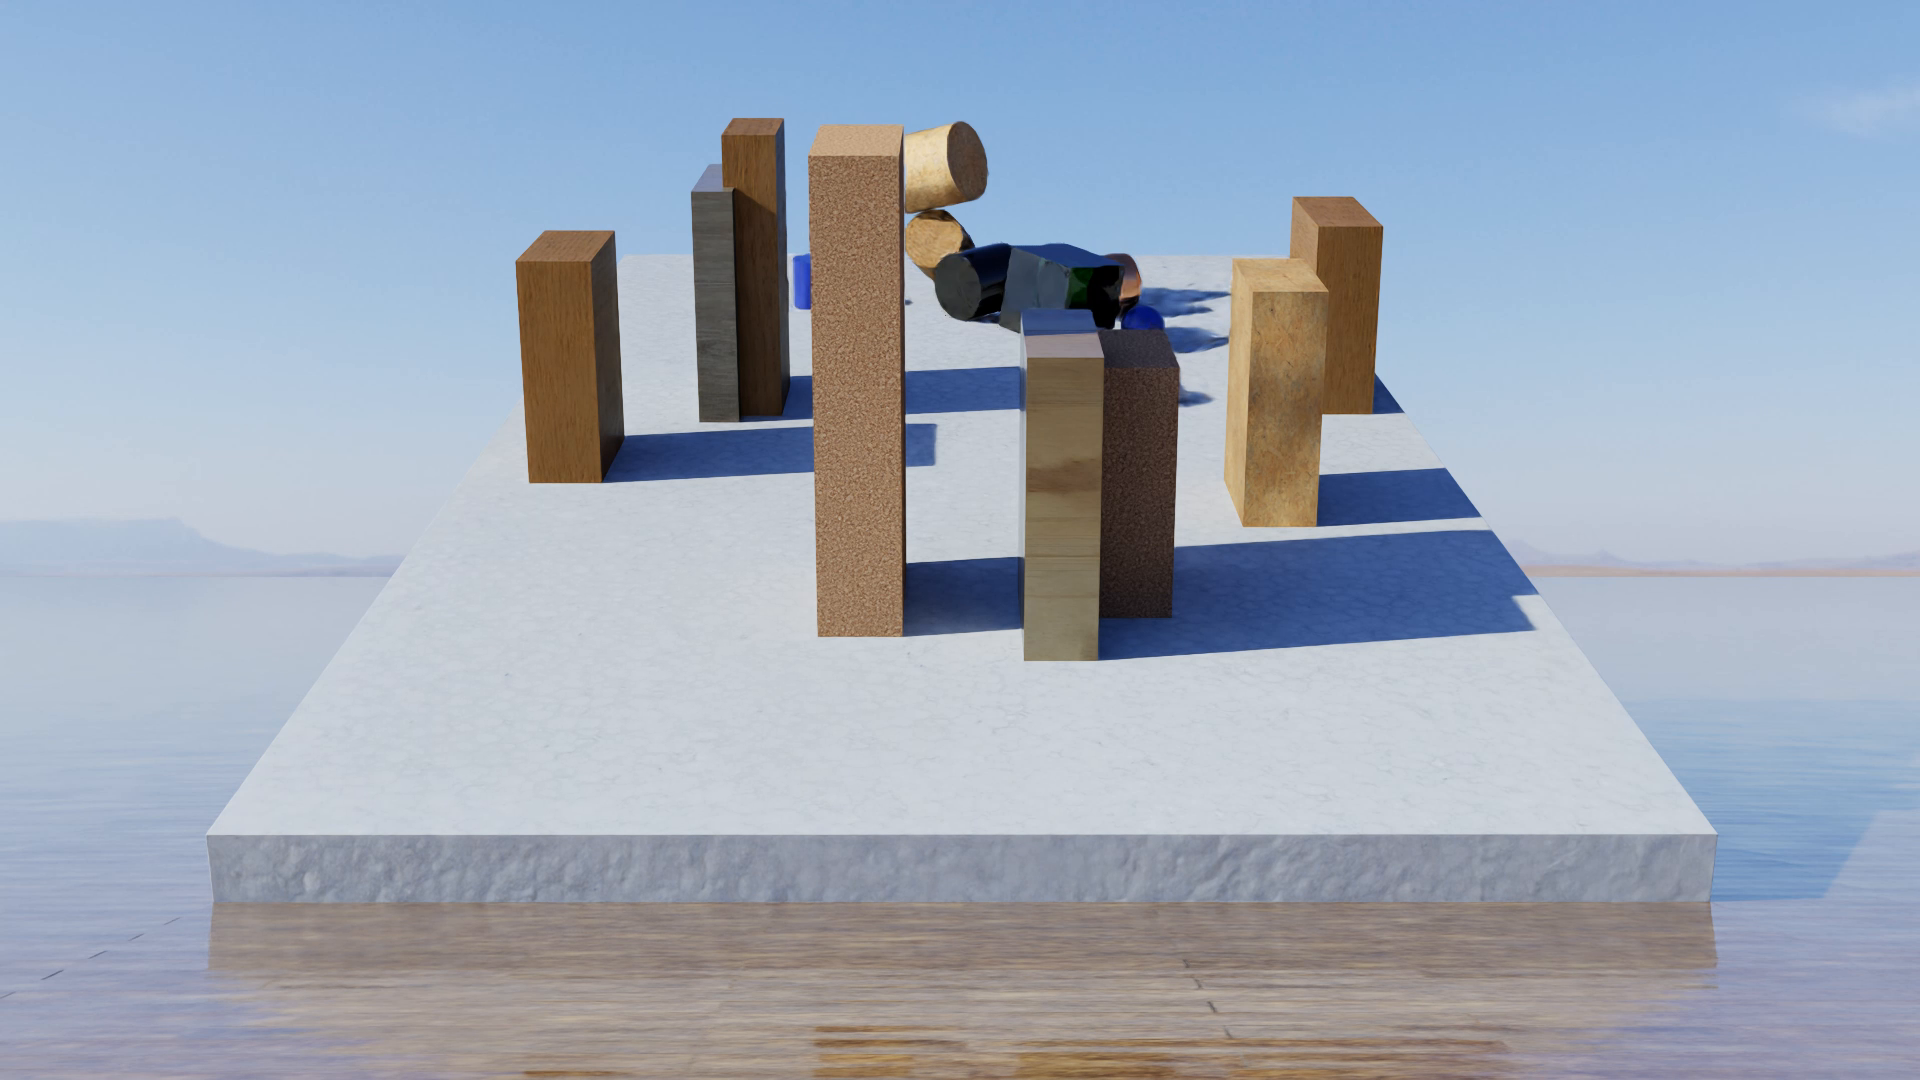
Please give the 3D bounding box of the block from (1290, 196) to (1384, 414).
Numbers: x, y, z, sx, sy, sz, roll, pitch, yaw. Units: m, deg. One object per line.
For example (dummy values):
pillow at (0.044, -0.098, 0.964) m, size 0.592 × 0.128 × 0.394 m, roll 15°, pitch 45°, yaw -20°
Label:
block at (0.848, -0.541, 5.117) m, size 0.141 × 0.422 × 0.392 m, roll 0°, pitch 18°, yaw 0°

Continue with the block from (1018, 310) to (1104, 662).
block at (0.160, -0.096, 3.644) m, size 0.117 × 0.495 × 0.340 m, roll 0°, pitch 18°, yaw 0°

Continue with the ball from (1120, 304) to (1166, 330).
ball at (0.454, -0.528, 5.567) m, size 0.113 × 0.113 × 0.113 m, roll 0°, pitch -1°, yaw 0°

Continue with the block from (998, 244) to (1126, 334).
block at (0.254, -0.612, 5.599) m, size 0.204 × 0.204 × 0.204 m, roll -11°, pitch 28°, yaw -45°

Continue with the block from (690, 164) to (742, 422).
block at (-0.530, -0.560, 5.029) m, size 0.087 × 0.509 × 0.387 m, roll 0°, pitch 18°, yaw 0°

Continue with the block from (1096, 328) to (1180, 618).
block at (0.281, -0.118, 3.814) m, size 0.146 × 0.430 × 0.278 m, roll 0°, pitch 18°, yaw 0°

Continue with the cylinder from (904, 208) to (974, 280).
cylinder at (-0.055, -0.795, 6.062) m, size 0.162 × 0.162 × 0.162 m, roll 0°, pitch -8°, yaw 13°

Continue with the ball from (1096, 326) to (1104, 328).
ball at (0.302, -0.396, 5.067) m, size 0.176 × 0.176 × 0.176 m, roll 0°, pitch -1°, yaw 0°

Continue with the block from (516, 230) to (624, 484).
block at (-0.790, -0.379, 4.572) m, size 0.146 × 0.450 × 0.331 m, roll 0°, pitch 18°, yaw 0°

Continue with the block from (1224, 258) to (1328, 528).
block at (0.602, -0.287, 4.296) m, size 0.138 × 0.451 × 0.310 m, roll 0°, pitch 18°, yaw 0°

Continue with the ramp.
ramp at (-0.004, -0.189, 4.877) m, size 2.000 × 0.100 × 4.000 m, roll 0°, pitch 18°, yaw 0°

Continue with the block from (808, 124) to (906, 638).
block at (-0.164, -0.268, 3.704) m, size 0.139 × 0.784 × 0.350 m, roll 0°, pitch 18°, yaw 0°

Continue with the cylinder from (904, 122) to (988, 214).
cylinder at (-0.069, -0.992, 5.980) m, size 0.209 × 0.209 × 0.209 m, roll -7°, pitch -4°, yaw 32°

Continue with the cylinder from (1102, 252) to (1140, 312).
cylinder at (0.371, -0.677, 5.949) m, size 0.157 × 0.157 × 0.157 m, roll -10°, pitch 4°, yaw -28°

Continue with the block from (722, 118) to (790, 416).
block at (-0.454, -0.614, 5.014) m, size 0.115 × 0.620 × 0.274 m, roll 0°, pitch 18°, yaw 0°

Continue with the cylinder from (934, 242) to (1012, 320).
cylinder at (0.057, -0.686, 5.933) m, size 0.178 × 0.178 × 0.178 m, roll -19°, pitch 12°, yaw -40°

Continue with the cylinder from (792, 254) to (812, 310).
cylinder at (-0.386, -0.697, 6.052) m, size 0.129 × 0.129 × 0.129 m, roll 0°, pitch 18°, yaw 0°
